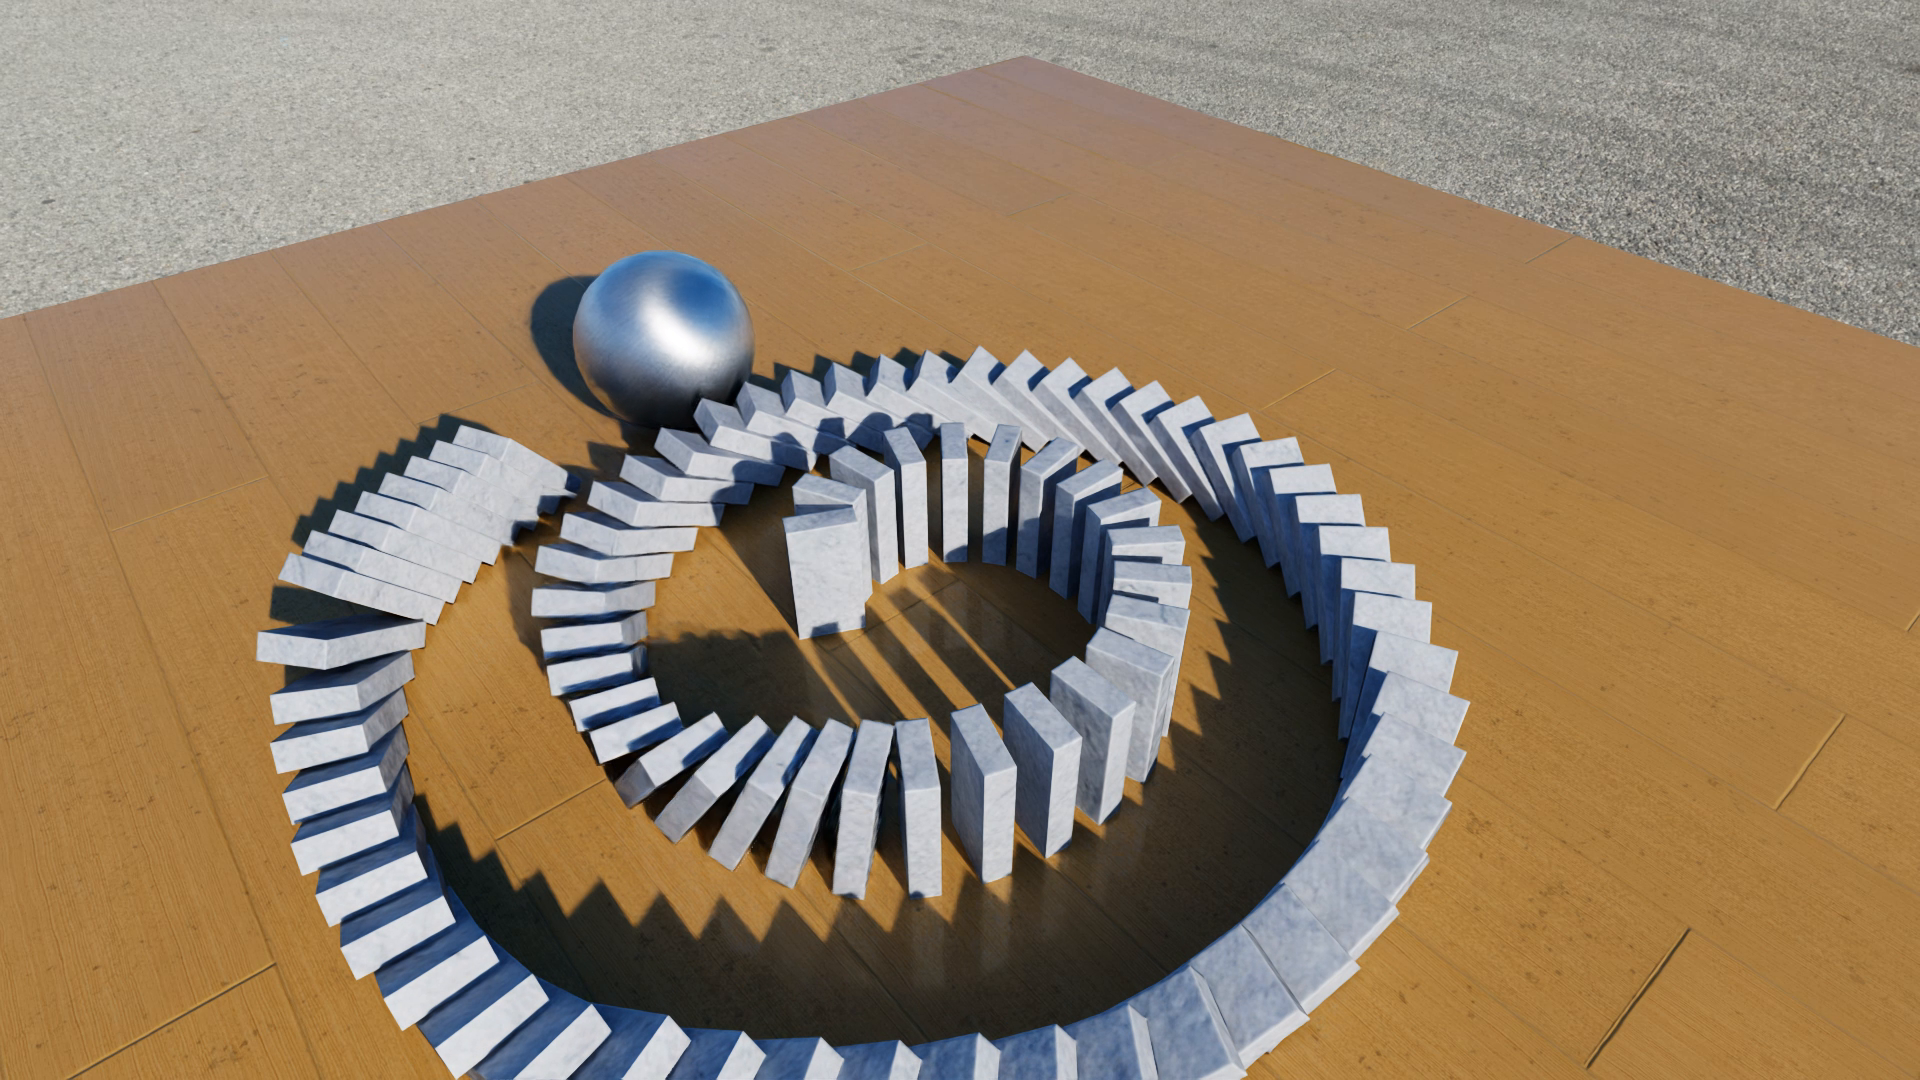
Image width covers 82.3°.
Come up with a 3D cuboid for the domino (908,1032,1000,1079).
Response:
[{"bbox_3d":[-0.015,0.135,0.259,0.050,0.010,0.025,-23,33,24],"label":"domino"}]

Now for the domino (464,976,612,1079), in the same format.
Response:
[{"bbox_3d":[-0.110,0.123,0.273,0.050,0.010,0.025,-8,25,47],"label":"domino"}]

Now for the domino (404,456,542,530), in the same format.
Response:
[{"bbox_3d":[-0.192,-0.018,0.437,0.025,0.050,0.009,15,79,18],"label":"domino"}]

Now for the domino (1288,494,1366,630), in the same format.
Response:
[{"bbox_3d":[0.140,0.008,0.414,0.025,0.010,0.050,-2,72,-3],"label":"domino"}]

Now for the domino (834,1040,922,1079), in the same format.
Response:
[{"bbox_3d":[-0.035,0.135,0.259,0.050,0.009,0.025,-20,31,28],"label":"domino"}]

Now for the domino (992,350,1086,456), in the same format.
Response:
[{"bbox_3d":[0.040,-0.061,0.498,0.050,0.009,0.025,42,46,-2],"label":"domino"}]

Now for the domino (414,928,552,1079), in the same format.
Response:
[{"bbox_3d":[-0.126,0.117,0.281,0.025,0.009,0.050,-35,18,-34],"label":"domino"}]

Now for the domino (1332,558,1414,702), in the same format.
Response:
[{"bbox_3d":[0.144,0.032,0.384,0.025,0.009,0.050,6,72,7],"label":"domino"}]

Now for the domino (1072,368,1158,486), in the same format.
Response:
[{"bbox_3d":[0.075,-0.050,0.485,0.025,0.010,0.050,-35,83,-35],"label":"domino"}]

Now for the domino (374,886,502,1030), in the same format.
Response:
[{"bbox_3d":[-0.141,0.109,0.291,0.025,0.009,0.050,-30,16,-31],"label":"domino"}]

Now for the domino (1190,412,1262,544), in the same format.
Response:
[{"bbox_3d":[0.118,-0.026,0.454,0.025,0.010,0.050,-18,76,-21],"label":"domino"}]

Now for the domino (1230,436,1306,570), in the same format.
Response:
[{"bbox_3d":[0.129,-0.015,0.442,0.025,0.009,0.050,-10,73,-12],"label":"domino"}]

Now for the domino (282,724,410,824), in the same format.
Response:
[{"bbox_3d":[-0.187,0.071,0.338,0.025,0.009,0.050,-15,10,-18],"label":"domino"}]

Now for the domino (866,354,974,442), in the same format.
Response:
[{"bbox_3d":[-0.018,-0.063,0.501,0.050,0.009,0.025,27,35,-19],"label":"domino"}]

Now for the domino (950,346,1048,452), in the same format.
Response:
[{"bbox_3d":[0.022,-0.064,0.502,0.050,0.010,0.025,38,43,-7],"label":"domino"}]

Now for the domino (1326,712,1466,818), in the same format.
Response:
[{"bbox_3d":[0.126,0.079,0.326,0.025,0.010,0.050,27,79,29],"label":"domino"}]

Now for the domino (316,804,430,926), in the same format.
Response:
[{"bbox_3d":[-0.166,0.091,0.313,0.025,0.010,0.050,-22,12,-24],"label":"domino"}]

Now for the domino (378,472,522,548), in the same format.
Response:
[{"bbox_3d":[-0.198,-0.011,0.428,0.025,0.050,0.010,15,78,17],"label":"domino"}]

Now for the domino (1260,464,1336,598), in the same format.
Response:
[{"bbox_3d":[0.136,-0.004,0.428,0.025,0.009,0.050,-5,72,-7],"label":"domino"}]

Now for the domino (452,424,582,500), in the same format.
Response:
[{"bbox_3d":[-0.182,-0.031,0.453,0.025,0.050,0.009,15,79,18],"label":"domino"}]

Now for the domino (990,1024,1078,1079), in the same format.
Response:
[{"bbox_3d":[0.004,0.134,0.260,0.050,0.009,0.025,-25,35,21],"label":"domino"}]

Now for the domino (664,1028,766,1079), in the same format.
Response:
[{"bbox_3d":[-0.073,0.131,0.264,0.050,0.009,0.025,-15,29,35],"label":"domino"}]

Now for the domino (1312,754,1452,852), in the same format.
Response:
[{"bbox_3d":[0.115,0.089,0.314,0.025,0.010,0.050,32,81,33],"label":"domino"}]

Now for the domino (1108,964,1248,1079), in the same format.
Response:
[{"bbox_3d":[0.041,0.128,0.267,0.050,0.010,0.025,-34,40,11],"label":"domino"}]

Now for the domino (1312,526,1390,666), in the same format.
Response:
[{"bbox_3d":[0.143,0.020,0.399,0.025,0.010,0.050,1,71,1],"label":"domino"}]

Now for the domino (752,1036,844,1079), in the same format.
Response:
[{"bbox_3d":[-0.054,0.133,0.261,0.050,0.010,0.025,-18,30,31],"label":"domino"}]

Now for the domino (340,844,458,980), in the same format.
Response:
[{"bbox_3d":[-0.154,0.100,0.301,0.025,0.010,0.050,-25,13,-27],"label":"domino"}]

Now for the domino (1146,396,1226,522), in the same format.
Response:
[{"bbox_3d":[0.104,-0.035,0.466,0.025,0.009,0.050,-26,78,-28],"label":"domino"}]

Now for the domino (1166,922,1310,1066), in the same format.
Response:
[{"bbox_3d":[0.058,0.122,0.274,0.050,0.010,0.025,-39,44,5],"label":"domino"}]

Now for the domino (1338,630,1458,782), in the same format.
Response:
[{"bbox_3d":[0.141,0.057,0.354,0.025,0.010,0.050,15,75,18],"label":"domino"}]

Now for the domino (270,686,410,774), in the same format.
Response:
[{"bbox_3d":[-0.196,0.060,0.351,0.025,0.010,0.050,-11,8,-13],"label":"domino"}]

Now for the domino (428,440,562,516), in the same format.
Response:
[{"bbox_3d":[-0.187,-0.025,0.445,0.025,0.050,0.009,15,79,18],"label":"domino"}]

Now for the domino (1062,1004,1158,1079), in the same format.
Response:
[{"bbox_3d":[0.022,0.132,0.262,0.050,0.010,0.025,-28,36,17],"label":"domino"}]

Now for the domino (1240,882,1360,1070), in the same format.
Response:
[{"bbox_3d":[0.074,0.115,0.283,0.050,0.009,0.025,-42,47,1],"label":"domino"}]

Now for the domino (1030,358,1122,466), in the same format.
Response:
[{"bbox_3d":[0.058,-0.056,0.492,0.050,0.010,0.025,46,50,2],"label":"domino"}]

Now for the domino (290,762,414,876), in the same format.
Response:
[{"bbox_3d":[-0.178,0.081,0.325,0.025,0.010,0.050,-17,11,-20],"label":"domino"}]

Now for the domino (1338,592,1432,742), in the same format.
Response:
[{"bbox_3d":[0.143,0.044,0.370,0.025,0.009,0.050,8,72,10],"label":"domino"}]

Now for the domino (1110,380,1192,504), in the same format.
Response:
[{"bbox_3d":[0.090,-0.043,0.476,0.025,0.010,0.050,-31,81,-32],"label":"domino"}]

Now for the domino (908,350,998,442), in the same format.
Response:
[{"bbox_3d":[0.001,-0.064,0.502,0.050,0.009,0.025,30,37,-16],"label":"domino"}]

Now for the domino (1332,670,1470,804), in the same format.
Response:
[{"bbox_3d":[0.135,0.069,0.340,0.025,0.009,0.050,22,77,24],"label":"domino"}]

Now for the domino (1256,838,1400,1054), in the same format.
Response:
[{"bbox_3d":[0.089,0.107,0.293,0.050,0.009,0.025,-46,51,-2],"label":"domino"}]

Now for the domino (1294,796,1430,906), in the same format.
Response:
[{"bbox_3d":[0.103,0.099,0.303,0.025,0.009,0.050,37,84,36],"label":"domino"}]

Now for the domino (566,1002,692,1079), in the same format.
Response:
[{"bbox_3d":[-0.091,0.127,0.268,0.050,0.009,0.025,-13,27,39],"label":"domino"}]
